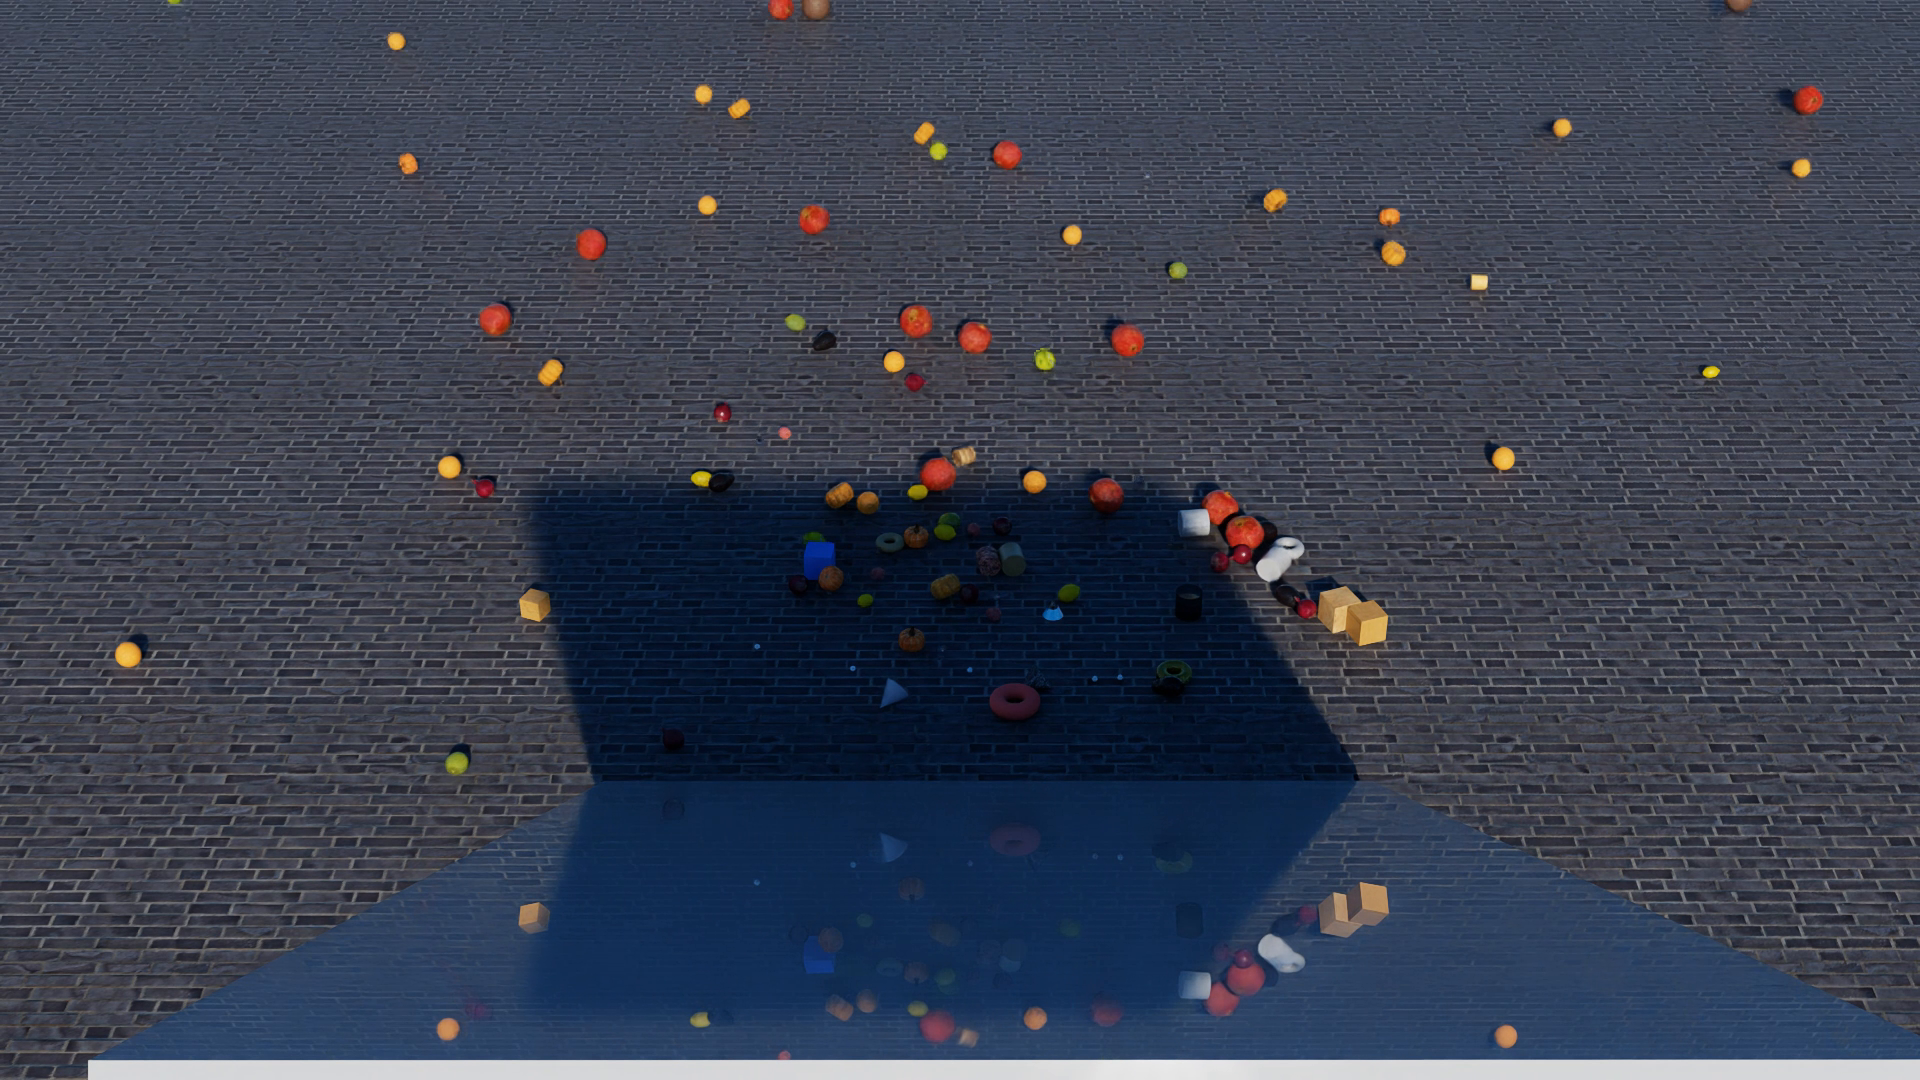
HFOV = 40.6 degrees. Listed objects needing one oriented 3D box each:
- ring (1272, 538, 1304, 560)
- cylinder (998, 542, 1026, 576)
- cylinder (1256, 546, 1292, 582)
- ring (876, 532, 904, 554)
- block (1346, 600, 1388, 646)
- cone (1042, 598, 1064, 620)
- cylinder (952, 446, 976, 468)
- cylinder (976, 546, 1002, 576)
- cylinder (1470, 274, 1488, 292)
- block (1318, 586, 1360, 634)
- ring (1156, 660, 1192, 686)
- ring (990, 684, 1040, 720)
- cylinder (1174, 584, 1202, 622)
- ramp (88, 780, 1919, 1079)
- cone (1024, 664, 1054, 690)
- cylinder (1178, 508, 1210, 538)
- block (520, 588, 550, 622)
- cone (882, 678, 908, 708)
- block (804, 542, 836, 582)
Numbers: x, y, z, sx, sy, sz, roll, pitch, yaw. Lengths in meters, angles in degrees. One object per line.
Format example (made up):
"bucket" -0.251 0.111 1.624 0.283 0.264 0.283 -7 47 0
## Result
"ring" 0.987 0.025 7.804 0.100 0.033 0.100 -1 33 1
"cylinder" 0.155 0.058 7.717 0.074 0.074 0.074 -7 28 -10
"cylinder" 0.932 0.072 7.690 0.079 0.079 0.079 18 37 26
"ring" -0.211 0.009 7.832 0.090 0.030 0.090 0 34 0
"block" 1.164 0.237 7.429 0.085 0.085 0.085 -12 35 -17
"cone" 0.270 0.192 7.522 0.060 0.060 0.060 0 33 0
"cylinder" 0.013 -0.266 8.231 0.055 0.055 0.055 -19 37 -26
"cylinder" 0.085 0.063 7.715 0.066 0.066 0.066 -8 25 -12
"cylinder" 1.846 -0.916 9.235 0.053 0.053 0.053 11 34 1
"block" 1.095 0.201 7.483 0.087 0.087 0.087 -13 35 -19
"ring" 0.600 0.374 7.265 0.106 0.035 0.106 -1 33 1
"ring" 0.151 0.445 7.144 0.143 0.048 0.143 -1 33 1
"cylinder" 0.664 0.182 7.521 0.077 0.077 0.077 0 33 0
"ramp" 0.073 0.640 4.754 2.000 0.100 4.000 0 -1 0
"cone" 0.227 0.398 7.227 0.079 0.079 0.079 26 33 -8
"cylinder" 0.709 -0.052 7.877 0.083 0.083 0.083 -4 33 -6
"block" -1.232 0.188 7.525 0.062 0.062 0.062 13 35 19
"cone" -0.196 0.437 7.167 0.078 0.078 0.078 24 73 32
"block" -0.417 0.063 7.700 0.082 0.082 0.082 3 33 5
